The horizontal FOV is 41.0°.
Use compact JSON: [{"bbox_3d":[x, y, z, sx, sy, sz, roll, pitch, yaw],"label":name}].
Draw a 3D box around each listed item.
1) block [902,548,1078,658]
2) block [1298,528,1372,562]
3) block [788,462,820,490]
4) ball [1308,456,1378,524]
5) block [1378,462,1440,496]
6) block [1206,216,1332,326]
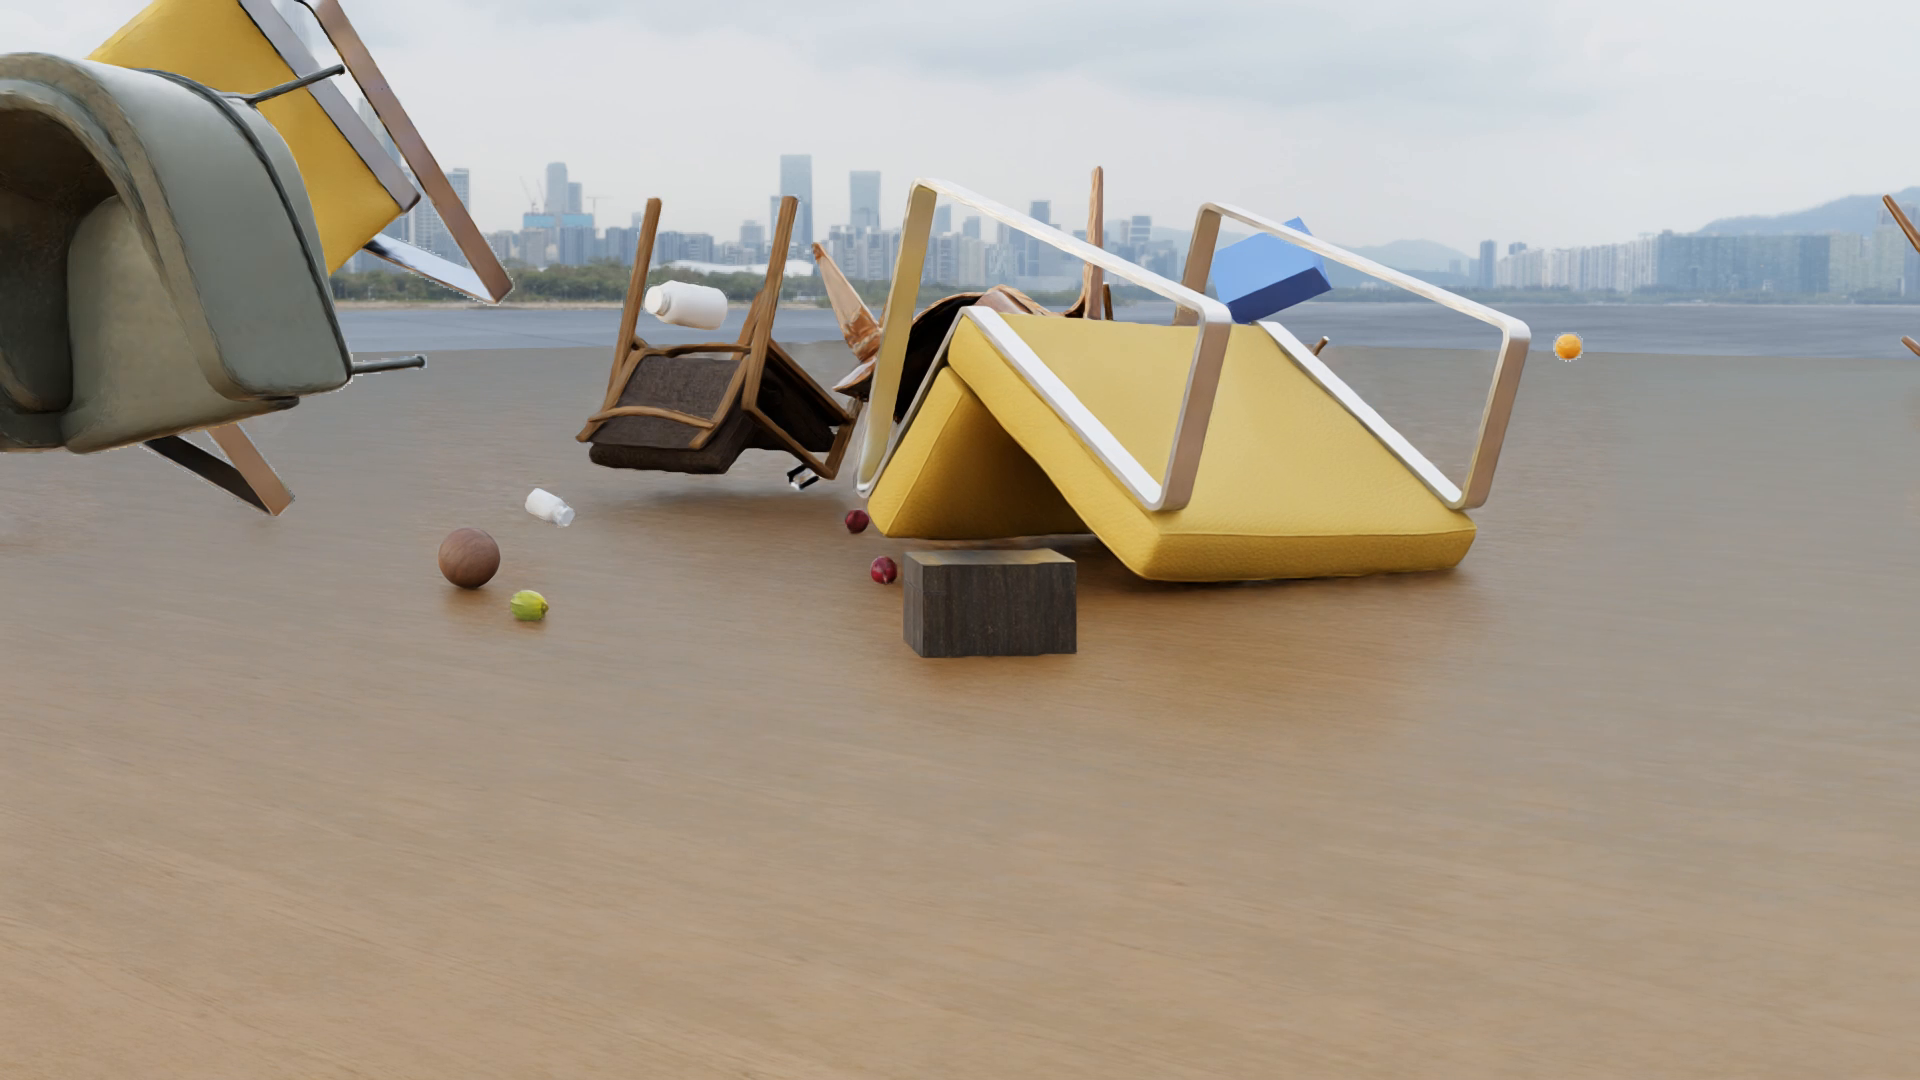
[{"bbox_3d":[0.050,0.110,4.555,0.272,0.161,0.225,-1,6,-10],"label":"block"},{"bbox_3d":[0.873,0.012,5.976,0.147,0.066,0.088,4,7,33],"label":"block"},{"bbox_3d":[-0.478,-0.196,7.849,0.081,0.042,0.052,-29,-37,18],"label":"block"},{"bbox_3d":[1.014,-0.133,6.805,0.184,0.184,0.184,0,6,0],"label":"ball"},{"bbox_3d":[1.365,-0.185,7.796,0.123,0.084,0.212,3,7,27],"label":"block"},{"bbox_3d":[0.957,-0.828,7.940,0.311,0.179,0.189,-22,-24,17],"label":"block"}]
